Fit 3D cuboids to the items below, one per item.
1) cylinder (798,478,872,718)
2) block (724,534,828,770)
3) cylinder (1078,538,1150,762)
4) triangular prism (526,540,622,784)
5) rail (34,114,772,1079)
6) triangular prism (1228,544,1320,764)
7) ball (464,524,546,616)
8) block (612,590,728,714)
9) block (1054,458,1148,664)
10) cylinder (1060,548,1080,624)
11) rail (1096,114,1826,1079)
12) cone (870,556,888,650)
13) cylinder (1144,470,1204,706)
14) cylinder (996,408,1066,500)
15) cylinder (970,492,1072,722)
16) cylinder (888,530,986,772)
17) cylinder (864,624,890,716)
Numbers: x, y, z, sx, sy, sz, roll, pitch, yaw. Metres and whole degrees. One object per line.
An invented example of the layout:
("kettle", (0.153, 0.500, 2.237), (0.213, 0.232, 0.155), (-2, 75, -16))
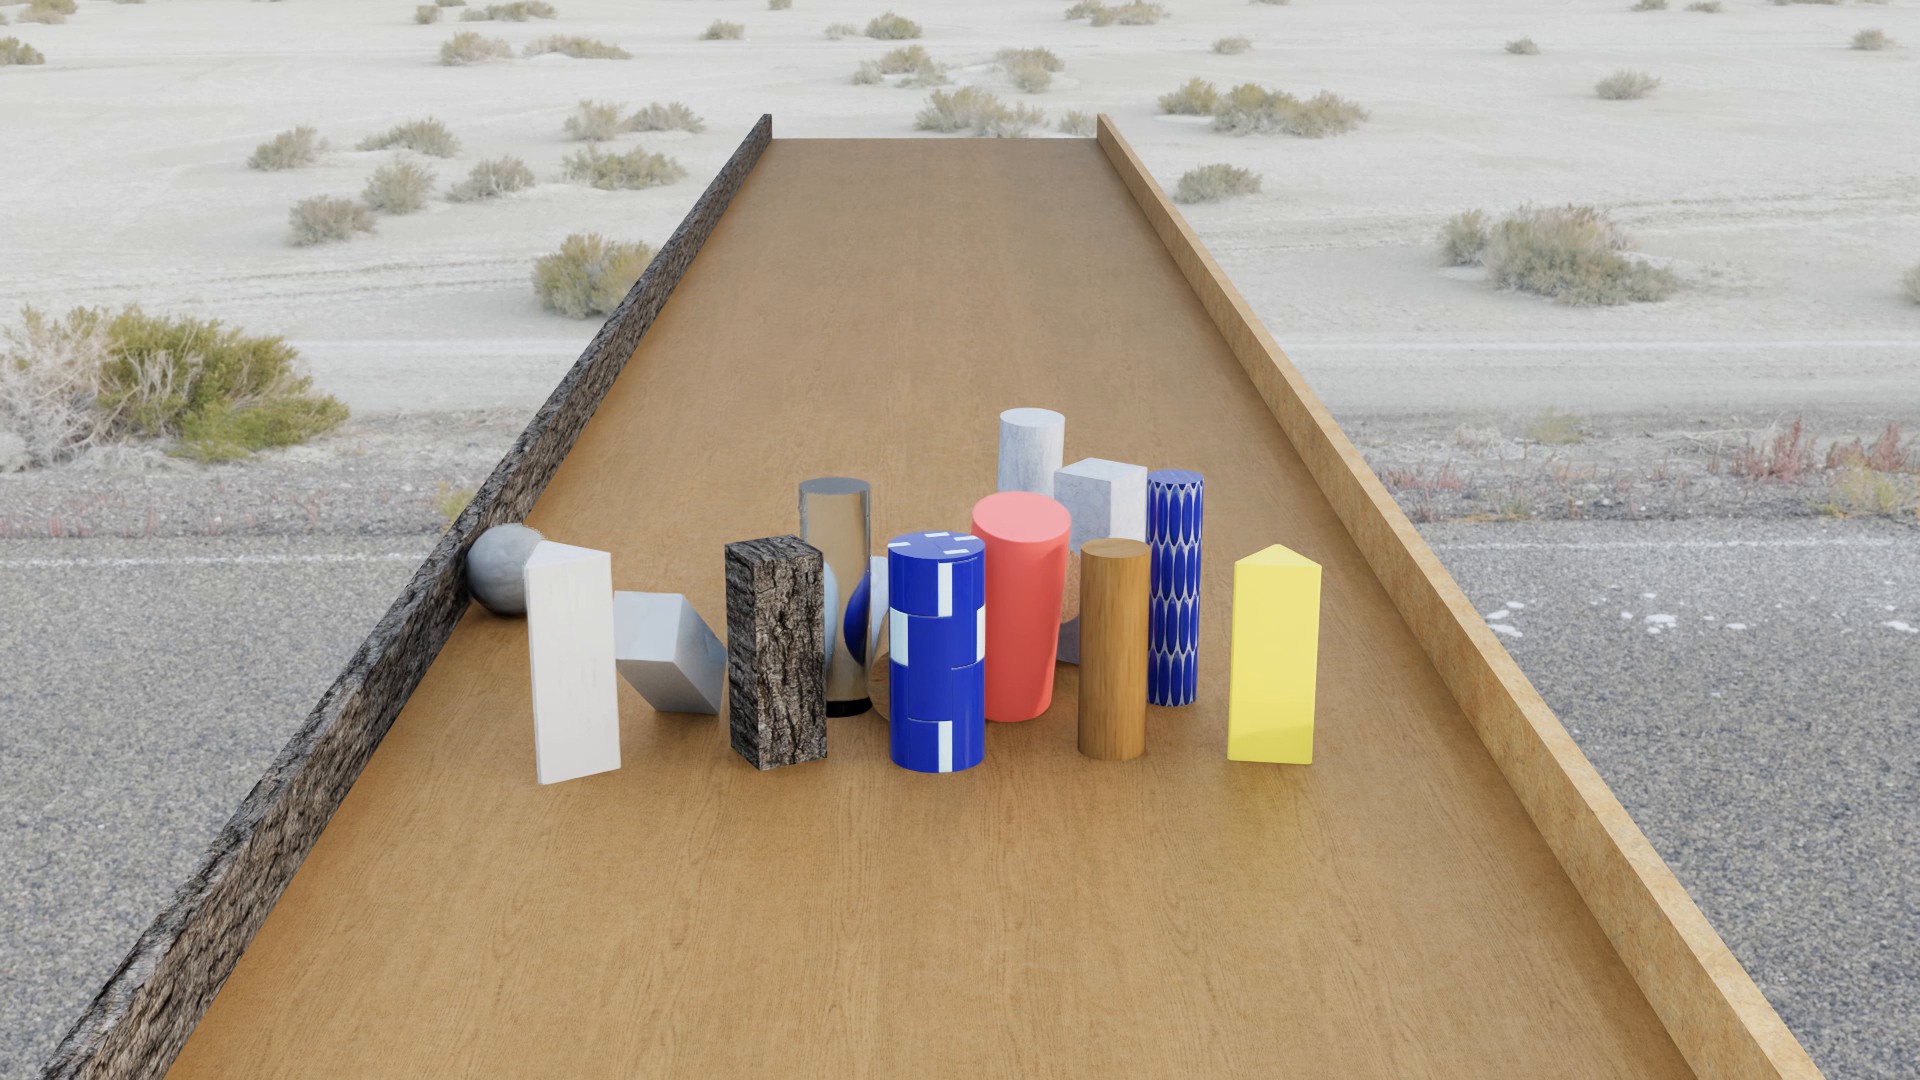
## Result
("cylinder", (-0.232, 0.107, 4.113), (0.133, 0.429, 0.133), (0, 16, 0))
("block", (-0.325, 0.198, 3.892), (0.131, 0.382, 0.131), (-9, 19, -27))
("cylinder", (0.273, 0.194, 3.911), (0.123, 0.377, 0.123), (0, 17, 0))
("triangular prism", (-0.695, 0.207, 3.831), (0.150, 0.396, 0.130), (-10, 20, -29))
("rail", (-1.118, -0.838, 7.780), (0.050, 0.150, 12.000), (0, 17, -1))
("triangular prism", (0.558, 0.200, 3.913), (0.146, 0.365, 0.126), (2, 17, 8))
("ball", (-0.954, 0.064, 4.674), (0.193, 0.193, 0.193), (0, 17, 0))
("block", (-0.530, 0.208, 3.999), (0.124, 0.124, 0.341), (3, -19, 9))
("block", (0.277, 0.047, 4.387), (0.133, 0.389, 0.133), (12, 20, 34))
("cylinder", (0.110, 0.108, 4.362), (0.157, 0.157, 0.369), (-7, -5, -22))
("rail", (0.932, -0.844, 7.801), (0.050, 0.150, 12.000), (0, 17, -1))
("cone", (-0.190, 0.202, 4.394), (0.179, 0.179, 0.365), (2, 30, 6))
("cylinder", (0.401, 0.091, 4.155), (0.107, 0.436, 0.107), (0, 17, 0))
("cylinder", (0.141, -0.045, 4.590), (0.134, 0.441, 0.134), (2, 20, -1))
("cylinder", (0.098, 0.125, 4.060), (0.178, 0.393, 0.178), (3, 32, -2))
("cylinder", (-0.041, 0.196, 3.879), (0.170, 0.392, 0.170), (0, 17, 0))
("cylinder", (-0.084, 0.226, 4.188), (0.160, 0.160, 0.307), (1, 11, 5))
